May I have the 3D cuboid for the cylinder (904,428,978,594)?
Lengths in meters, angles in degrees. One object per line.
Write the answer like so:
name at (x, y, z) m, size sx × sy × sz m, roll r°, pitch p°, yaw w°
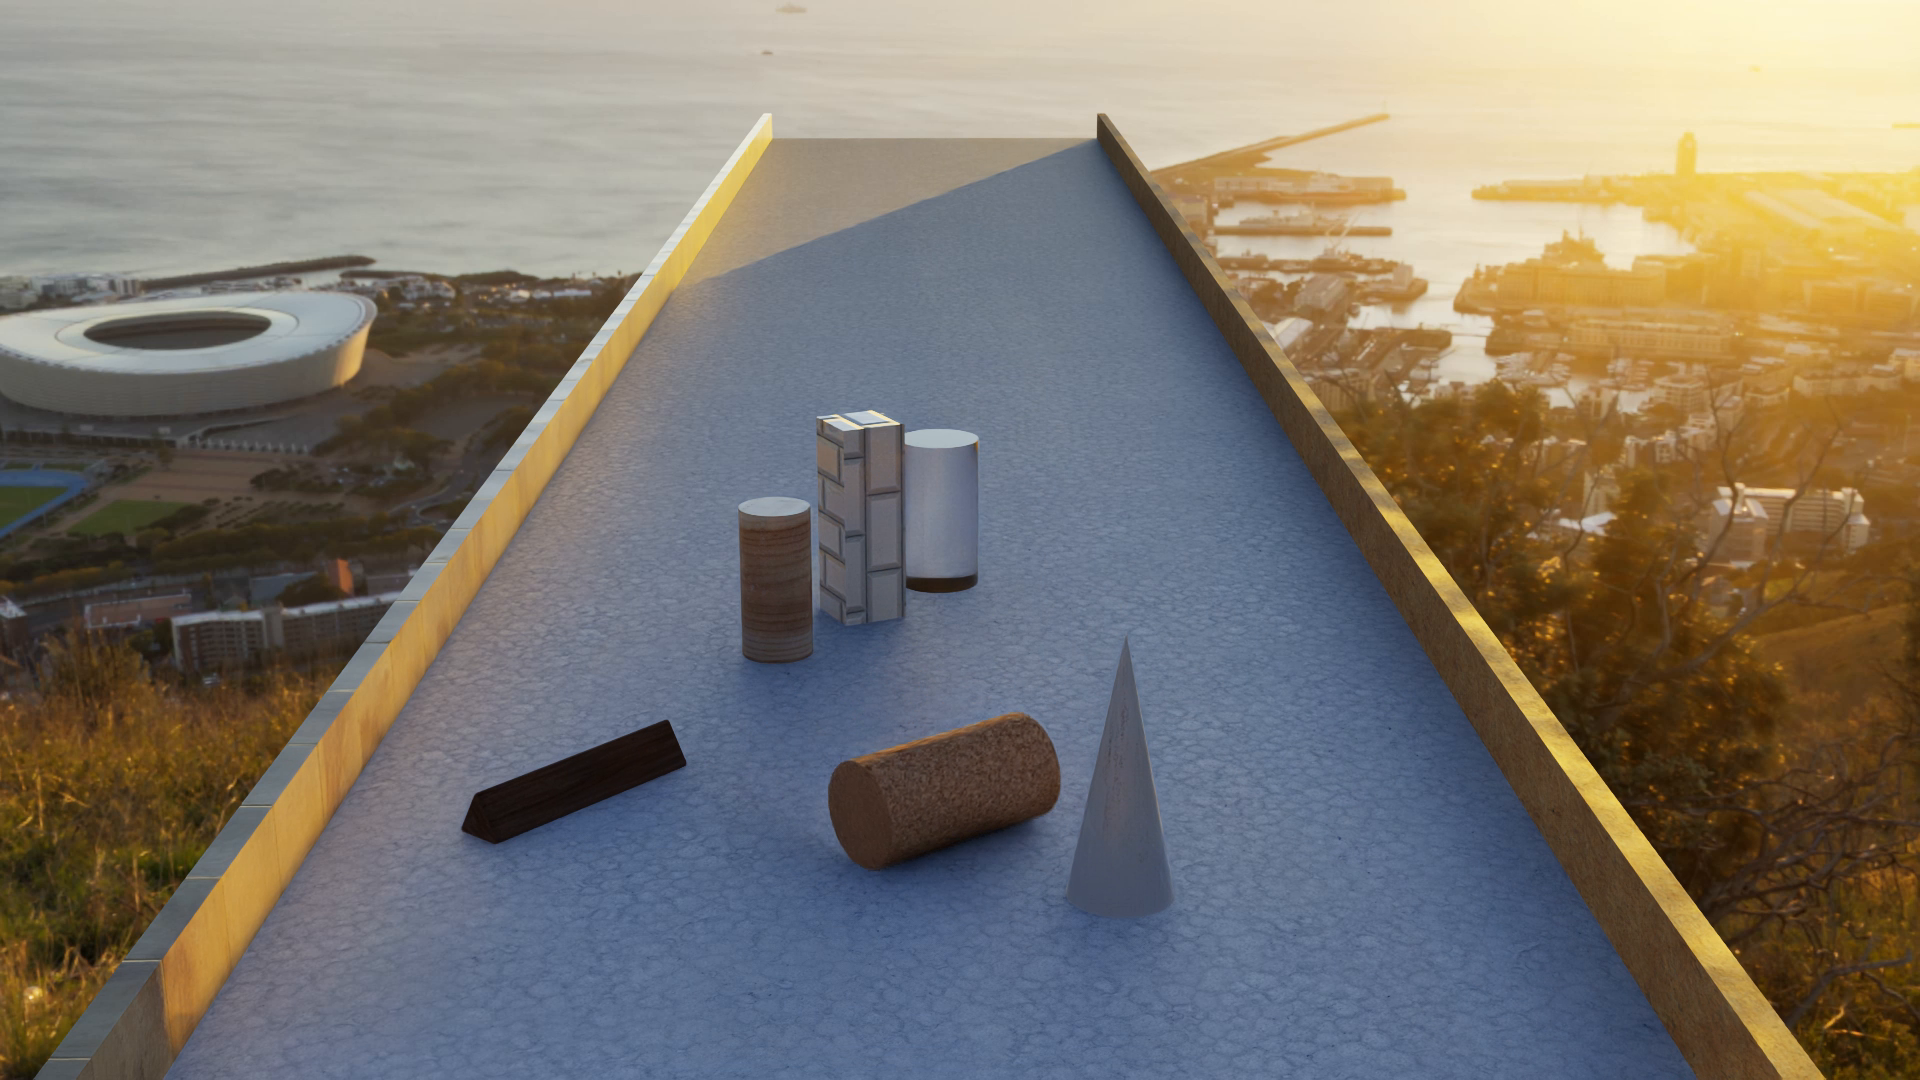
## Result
cylinder at (-0.047, -0.066, 4.871) m, size 0.176 × 0.328 × 0.176 m, roll 0°, pitch 17°, yaw 0°

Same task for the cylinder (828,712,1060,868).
cylinder at (-0.024, 0.403, 3.565) m, size 0.342 × 0.175 × 0.175 m, roll -13°, pitch 21°, yaw -36°

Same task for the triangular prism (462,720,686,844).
triangular prism at (-0.651, 0.401, 3.739) m, size 0.087 × 0.076 × 0.428 m, roll 13°, pitch 21°, yaw 37°

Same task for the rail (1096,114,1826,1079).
rail at (0.932, -0.844, 7.801) m, size 0.050 × 0.150 × 12.000 m, roll 0°, pitch 17°, yaw -1°

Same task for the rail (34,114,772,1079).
rail at (-1.118, -0.838, 7.780) m, size 0.050 × 0.150 × 12.000 m, roll 0°, pitch 17°, yaw -1°

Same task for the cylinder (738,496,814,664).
cylinder at (-0.369, 0.080, 4.419) m, size 0.144 × 0.307 × 0.144 m, roll 0°, pitch 17°, yaw 0°

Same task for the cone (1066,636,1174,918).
cone at (0.247, 0.341, 3.332) m, size 0.168 × 0.427 × 0.168 m, roll 0°, pitch 17°, yaw 0°

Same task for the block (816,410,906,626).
block at (-0.208, -0.048, 4.648) m, size 0.139 × 0.421 × 0.139 m, roll -8°, pitch 18°, yaw -26°
